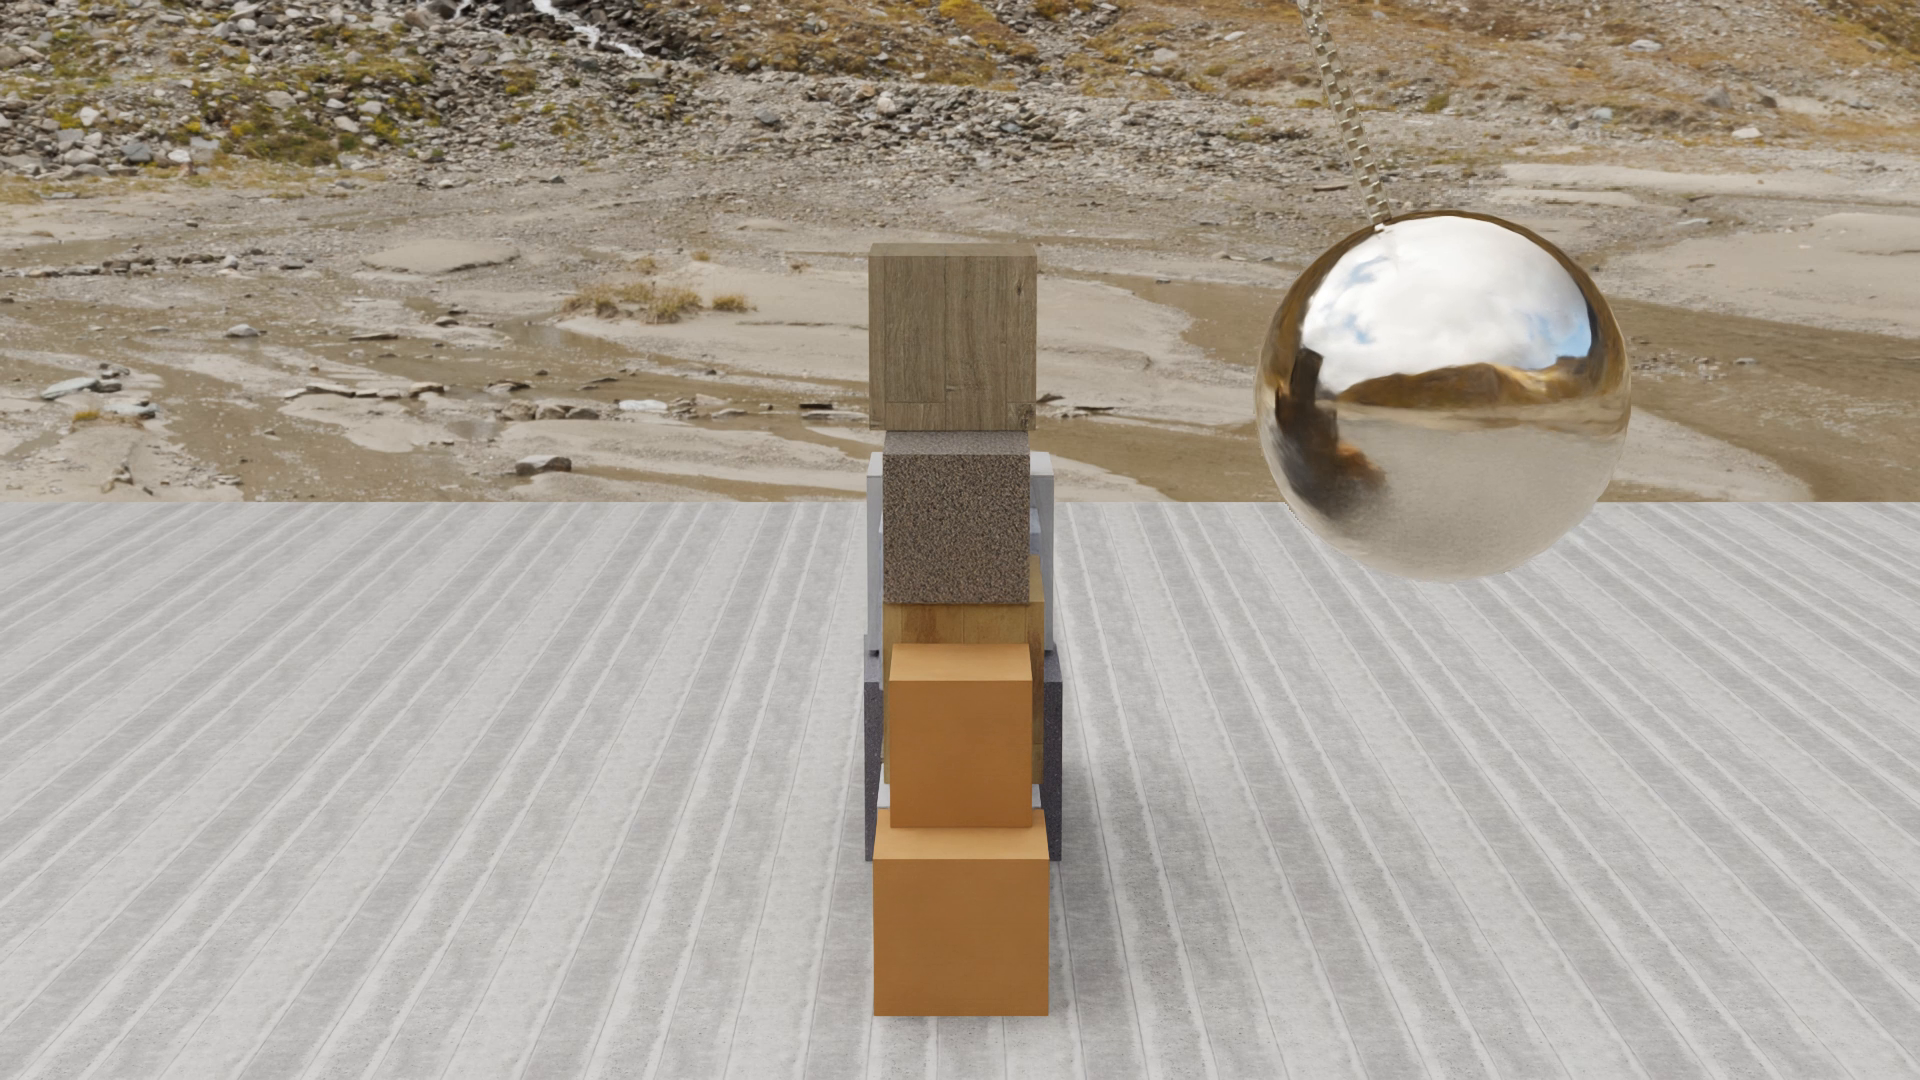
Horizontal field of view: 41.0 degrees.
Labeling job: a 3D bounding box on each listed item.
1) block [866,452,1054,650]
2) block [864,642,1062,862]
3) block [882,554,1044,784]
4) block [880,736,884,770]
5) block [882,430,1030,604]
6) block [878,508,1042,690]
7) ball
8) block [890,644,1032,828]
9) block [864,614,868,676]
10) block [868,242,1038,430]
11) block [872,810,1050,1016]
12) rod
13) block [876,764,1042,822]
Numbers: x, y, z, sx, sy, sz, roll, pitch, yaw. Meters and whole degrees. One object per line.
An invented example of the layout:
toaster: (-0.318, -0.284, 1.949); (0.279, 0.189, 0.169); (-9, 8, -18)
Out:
block: (0.001, 0.041, 12.220); (0.861, 0.822, 0.744); (0, 10, 0)
block: (0.015, 0.968, 11.922); (0.887, 0.831, 0.830); (0, 10, 0)
block: (0.014, 0.533, 10.835); (0.655, 0.777, 0.775); (0, 14, 0)
block: (-0.004, 1.188, 11.226); (0.666, 0.646, 0.597); (0, 10, 0)
block: (-0.014, -0.109, 10.539); (0.588, 0.612, 0.564); (0, 14, 0)
block: (-0.001, 0.257, 11.542); (0.708, 0.703, 0.647); (0, 10, 0)
ball: (2.074, -0.621, 11.068); (1.600, 1.600, 1.600); (0, 10, 0)
block: (0.004, 0.769, 10.186); (0.550, 0.591, 0.578); (0, 12, 0)
block: (-0.011, 0.803, 12.737); (0.900, 0.863, 0.813); (0, 10, 0)
block: (-0.032, -0.871, 10.881); (0.691, 0.723, 0.629); (0, 11, 0)
block: (0.004, 1.435, 9.951); (0.659, 0.617, 0.657); (0, 10, 0)
rod: (0.899, -3.759, 10.497); (0.080, 5.200, 0.080); (-20, 10, 4)
block: (-0.004, 1.312, 10.604); (0.655, 0.625, 0.651); (0, 10, 0)
